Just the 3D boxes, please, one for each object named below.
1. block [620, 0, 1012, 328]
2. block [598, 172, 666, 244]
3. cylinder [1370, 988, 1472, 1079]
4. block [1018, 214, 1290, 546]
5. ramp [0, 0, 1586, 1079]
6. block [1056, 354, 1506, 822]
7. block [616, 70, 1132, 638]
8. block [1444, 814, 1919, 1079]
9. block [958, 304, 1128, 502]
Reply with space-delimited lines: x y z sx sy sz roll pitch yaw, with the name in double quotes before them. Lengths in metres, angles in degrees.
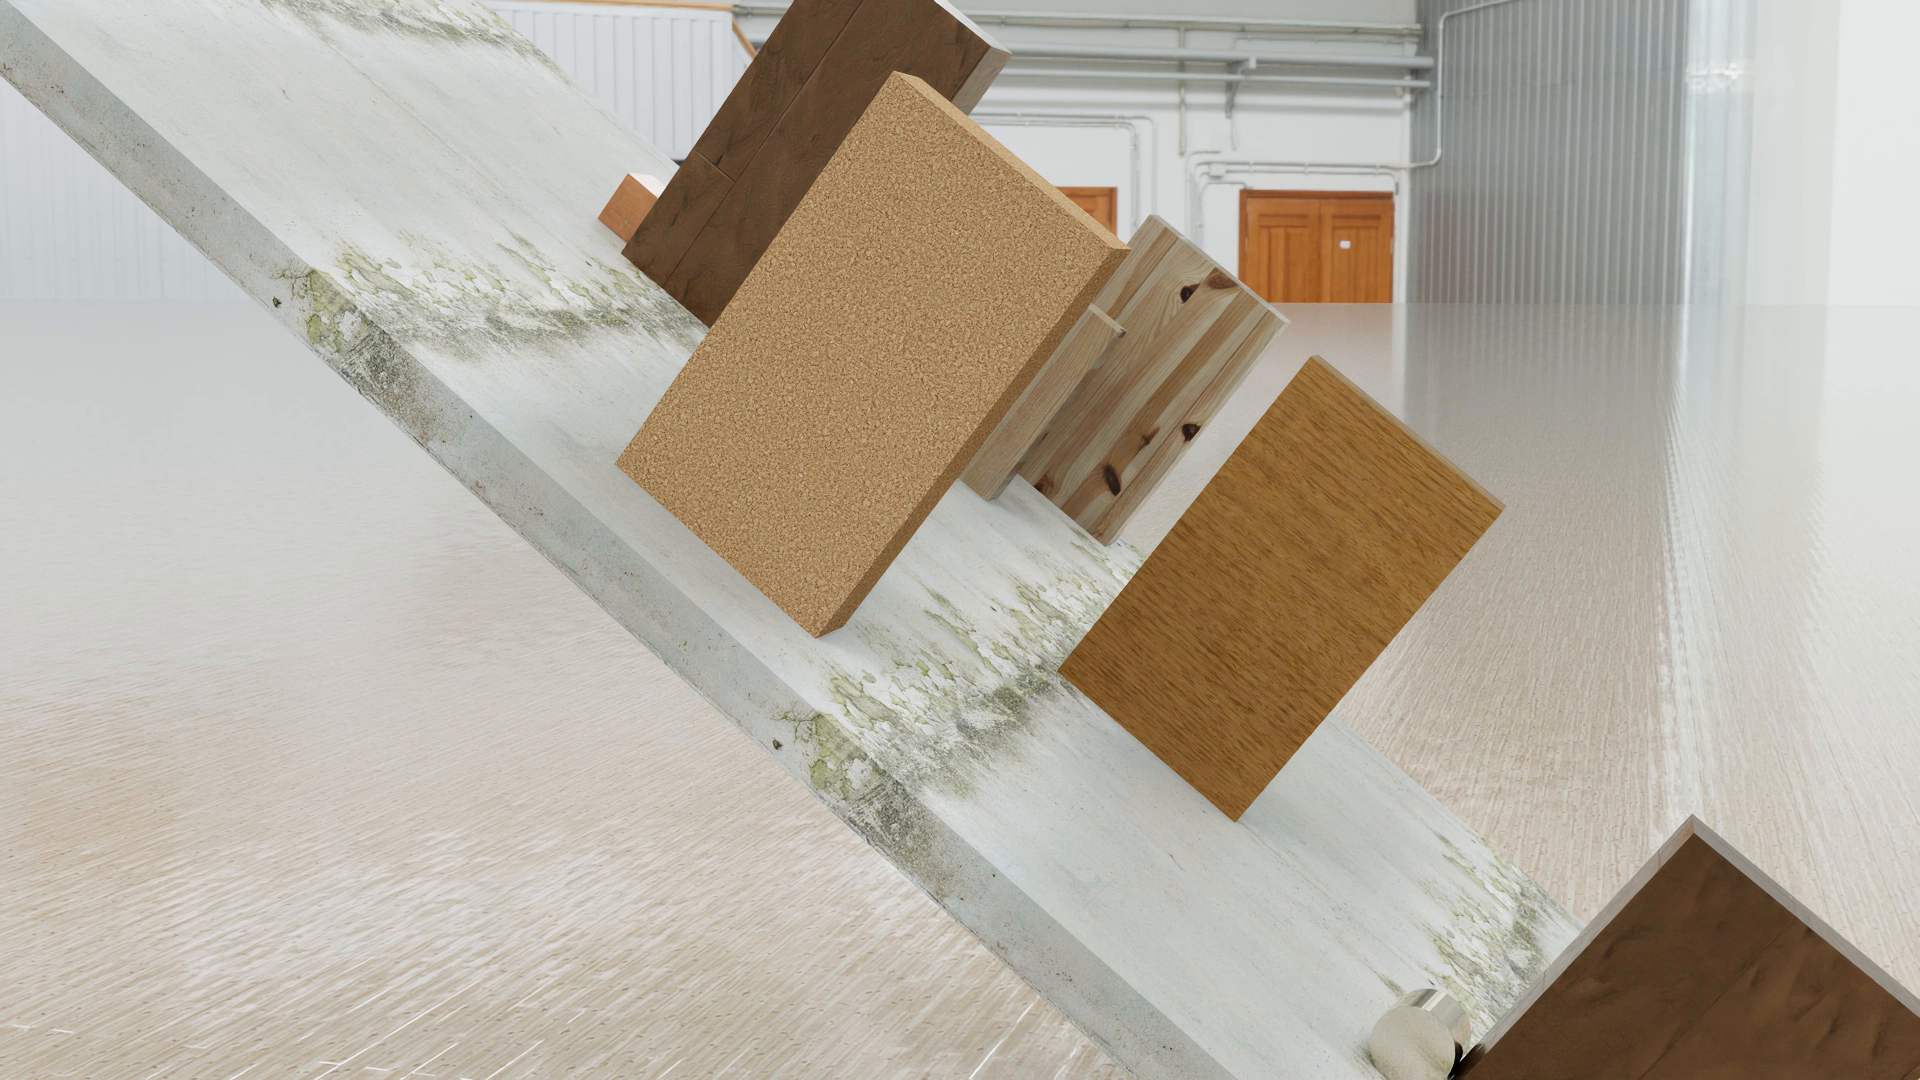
"block" -0.281 -0.740 4.230 0.364 0.759 0.146 40 16 9
"block" -0.632 -0.655 4.417 0.113 0.113 0.113 40 16 9
"cylinder" 0.699 0.756 3.333 0.127 0.127 0.127 3 2 24
"block" 0.374 -0.345 4.788 0.372 0.623 0.089 40 16 9
"ramp" -0.029 0.083 4.053 4.000 0.100 2.000 40 16 9
"block" 0.547 0.087 3.803 0.408 0.710 0.092 40 16 9
"block" -0.138 -0.269 3.276 0.412 0.732 0.122 40 16 9
"block" 1.042 0.770 3.192 0.443 0.588 0.117 40 16 9
"block" 0.098 -0.335 4.497 0.264 0.441 0.086 40 16 9
